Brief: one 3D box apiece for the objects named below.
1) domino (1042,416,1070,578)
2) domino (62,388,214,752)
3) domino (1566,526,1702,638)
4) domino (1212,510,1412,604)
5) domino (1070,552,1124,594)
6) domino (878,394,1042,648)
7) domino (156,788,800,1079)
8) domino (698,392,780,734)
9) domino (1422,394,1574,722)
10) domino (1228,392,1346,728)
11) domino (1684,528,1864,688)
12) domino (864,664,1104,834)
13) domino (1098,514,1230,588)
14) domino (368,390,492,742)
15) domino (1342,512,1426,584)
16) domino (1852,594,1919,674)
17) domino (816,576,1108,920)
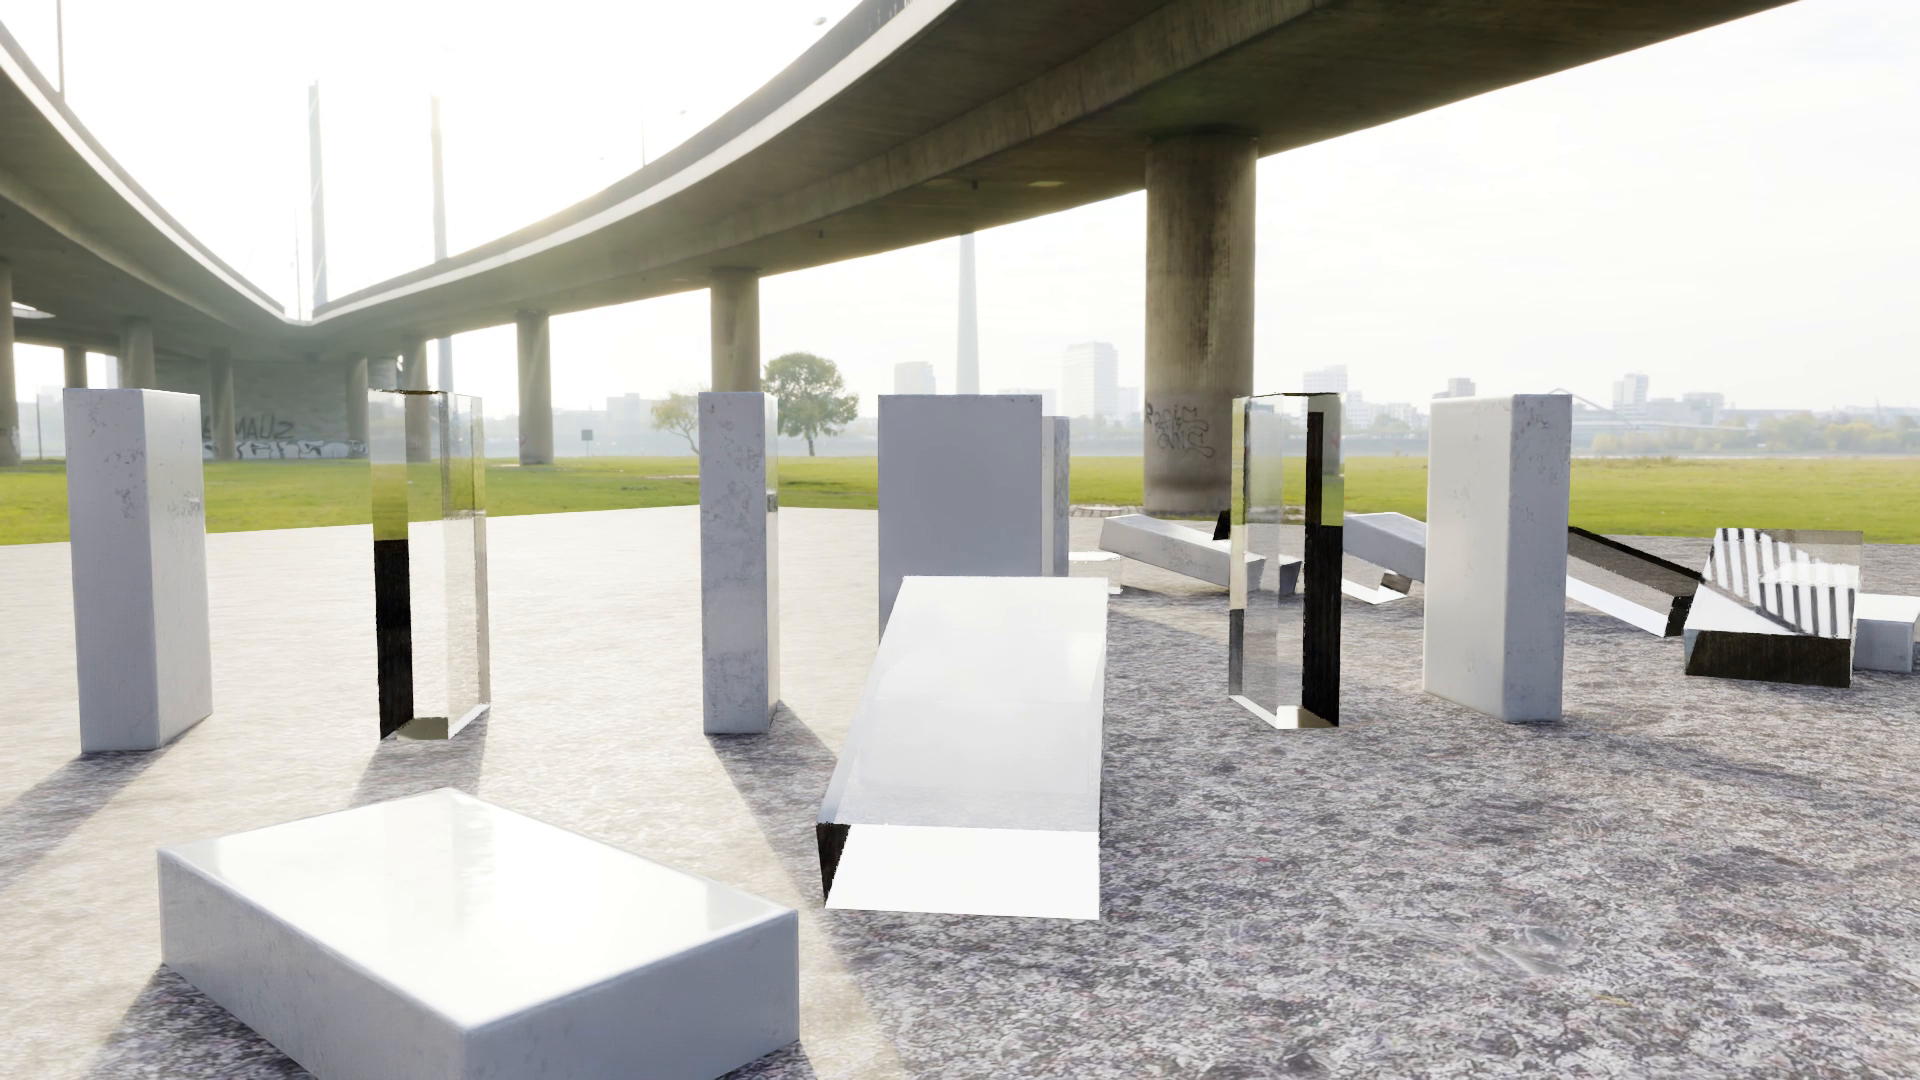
[{"bbox_3d":[0.017,-0.009,0.357,0.025,0.050,0.009,3,5,31],"label":"domino"},{"bbox_3d":[-0.120,0.003,0.188,0.010,0.050,0.025,-1,4,-15],"label":"domino"},{"bbox_3d":[0.157,0.009,0.308,0.025,0.010,0.050,-2,19,-23],"label":"domino"},{"bbox_3d":[0.100,0.004,0.363,0.050,0.010,0.025,24,17,35],"label":"domino"},{"bbox_3d":[0.023,0.009,0.381,0.050,0.009,0.025,1,4,9],"label":"domino"},{"bbox_3d":[0.000,0.002,0.201,0.025,0.050,0.009,0,4,0],"label":"domino"},{"bbox_3d":[-0.039,0.030,0.098,0.050,0.009,0.025,4,6,41],"label":"domino"},{"bbox_3d":[-0.034,0.003,0.200,0.009,0.050,0.025,0,4,-4],"label":"domino"},{"bbox_3d":[0.086,0.002,0.207,0.009,0.050,0.025,-1,4,-9],"label":"domino"},{"bbox_3d":[0.051,0.002,0.203,0.009,0.050,0.025,0,4,-5],"label":"domino"},{"bbox_3d":[0.157,0.012,0.246,0.025,0.009,0.050,2,23,37],"label":"domino"},{"bbox_3d":[0.005,0.025,0.166,0.025,0.010,0.050,1,4,8],"label":"domino"},{"bbox_3d":[0.069,0.004,0.379,0.050,0.010,0.025,18,13,29],"label":"domino"},{"bbox_3d":[-0.080,0.003,0.195,0.009,0.050,0.025,-1,4,-7],"label":"domino"},{"bbox_3d":[0.129,0.005,0.341,0.025,0.010,0.050,-4,22,-40],"label":"domino"},{"bbox_3d":[0.183,0.018,0.265,0.025,0.009,0.050,3,6,39],"label":"domino"},{"bbox_3d":[0.003,0.019,0.137,0.025,0.009,0.050,0,24,7],"label":"domino"}]
